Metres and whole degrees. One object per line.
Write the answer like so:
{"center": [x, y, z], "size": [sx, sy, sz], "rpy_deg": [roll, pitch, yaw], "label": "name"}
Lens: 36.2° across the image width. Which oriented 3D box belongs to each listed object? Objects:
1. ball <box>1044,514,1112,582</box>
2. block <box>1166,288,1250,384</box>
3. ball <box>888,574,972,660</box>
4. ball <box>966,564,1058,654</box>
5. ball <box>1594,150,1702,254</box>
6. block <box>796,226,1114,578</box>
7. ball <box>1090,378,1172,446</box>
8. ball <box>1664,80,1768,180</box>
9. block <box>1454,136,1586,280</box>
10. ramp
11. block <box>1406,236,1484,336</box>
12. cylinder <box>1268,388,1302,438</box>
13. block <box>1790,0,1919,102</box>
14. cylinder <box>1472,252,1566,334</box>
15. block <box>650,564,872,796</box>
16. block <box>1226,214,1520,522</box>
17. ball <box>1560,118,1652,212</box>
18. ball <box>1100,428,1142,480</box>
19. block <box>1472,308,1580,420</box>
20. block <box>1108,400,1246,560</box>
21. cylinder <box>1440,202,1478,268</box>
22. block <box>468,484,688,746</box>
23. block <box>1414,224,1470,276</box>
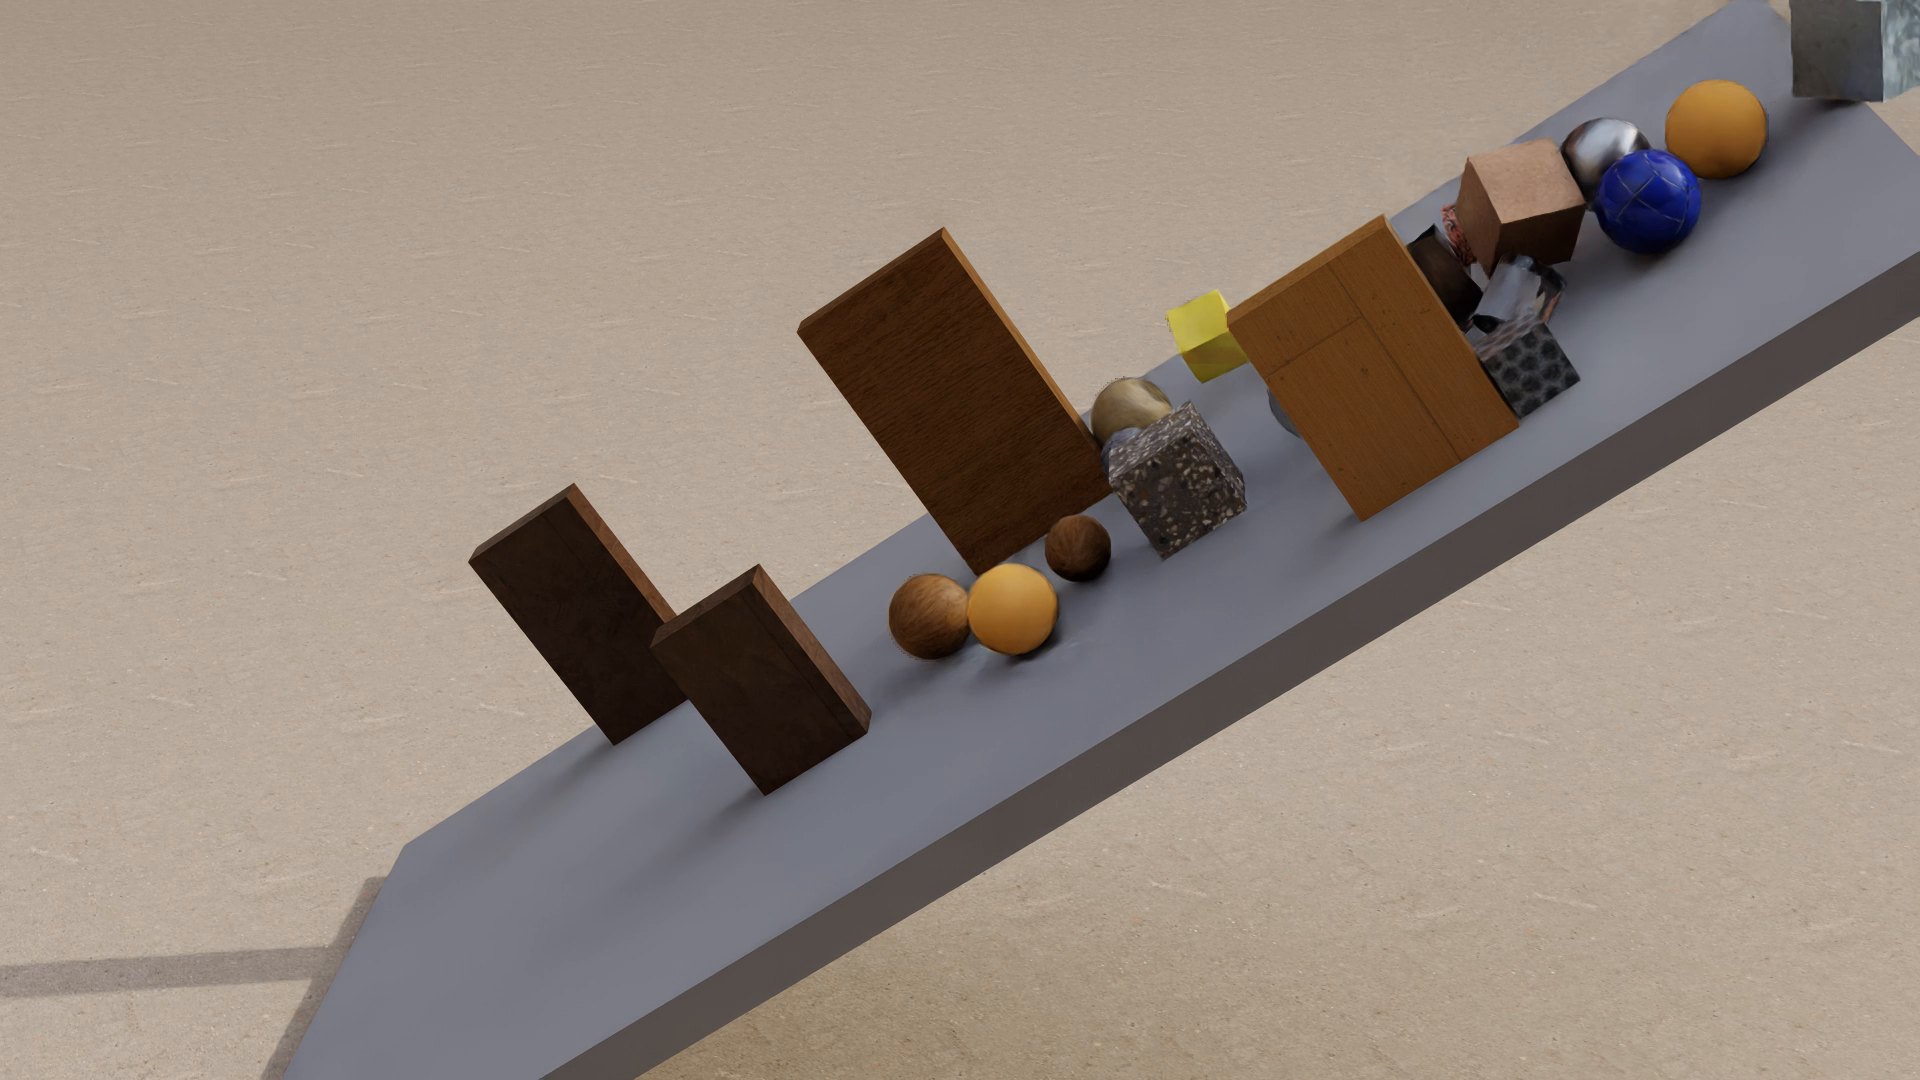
{"center": [0.244, 0.017, 6.079], "size": [0.139, 0.139, 0.139], "rpy_deg": [0, 21, 0], "label": "ball"}
{"center": [0.553, -0.451, 6.527], "size": [0.125, 0.125, 0.125], "rpy_deg": [-25, 51, 13], "label": "block"}
{"center": [-0.061, 0.162, 6.233], "size": [0.182, 0.182, 0.182], "rpy_deg": [0, 21, 0], "label": "ball"}
{"center": [0.106, 0.139, 5.930], "size": [0.185, 0.185, 0.185], "rpy_deg": [0, 21, 0], "label": "ball"}
{"center": [1.309, -0.644, 5.598], "size": [0.198, 0.198, 0.198], "rpy_deg": [0, 21, 0], "label": "ball"}
{"center": [0.002, -0.299, 6.490], "size": [0.388, 0.690, 0.082], "rpy_deg": [-32, 16, 15], "label": "block"}
{"center": [0.382, -0.268, 6.523], "size": [0.185, 0.185, 0.185], "rpy_deg": [0, 21, 0], "label": "ball"}
{"center": [1.467, -0.797, 5.711], "size": [0.194, 0.194, 0.194], "rpy_deg": [0, 21, 0], "label": "ball"}
{"center": [1.099, -0.651, 5.779], "size": [0.176, 0.176, 0.176], "rpy_deg": [-14, 58, -9], "label": "block"}
{"center": [0.136, 0.174, 6.305], "size": [4.000, 0.100, 2.000], "rpy_deg": [-32, 16, 15], "label": "ramp"}
{"center": [0.879, -0.449, 5.735], "size": [0.183, 0.183, 0.183], "rpy_deg": [-23, 68, -44], "label": "block"}
{"center": [0.736, -0.334, 5.899], "size": [0.207, 0.207, 0.207], "rpy_deg": [5, 29, 13], "label": "cylinder"}
{"center": [1.750, -0.973, 5.698], "size": [0.195, 0.195, 0.195], "rpy_deg": [-25, 26, -37], "label": "block"}
{"center": [1.065, -0.455, 5.604], "size": [0.134, 0.134, 0.134], "rpy_deg": [26, -8, 4], "label": "cylinder"}
{"center": [-0.416, 0.295, 6.182], "size": [0.268, 0.408, 0.109], "rpy_deg": [-32, 16, 15], "label": "block"}
{"center": [0.749, -0.310, 5.345], "size": [0.336, 0.453, 0.084], "rpy_deg": [-32, 16, 15], "label": "block"}
{"center": [1.267, -0.736, 5.778], "size": [0.187, 0.187, 0.187], "rpy_deg": [0, 21, 0], "label": "ball"}
{"center": [0.373, -0.174, 6.362], "size": [0.139, 0.139, 0.139], "rpy_deg": [0, 21, 0], "label": "ball"}
{"center": [1.035, -0.325, 5.385], "size": [0.130, 0.130, 0.130], "rpy_deg": [-34, 14, 9], "label": "block"}
{"center": [0.439, -0.122, 5.951], "size": [0.198, 0.198, 0.198], "rpy_deg": [-32, 16, 14], "label": "block"}
{"center": [1.087, -0.652, 6.117], "size": [0.134, 0.134, 0.134], "rpy_deg": [-19, 16, 17], "label": "cylinder"}
{"center": [-0.897, 0.185, 7.212], "size": [0.305, 0.588, 0.100], "rpy_deg": [-32, 16, 15], "label": "block"}
{"center": [0.991, -0.568, 6.186], "size": [0.117, 0.117, 0.117], "rpy_deg": [-40, 13, 23], "label": "block"}
